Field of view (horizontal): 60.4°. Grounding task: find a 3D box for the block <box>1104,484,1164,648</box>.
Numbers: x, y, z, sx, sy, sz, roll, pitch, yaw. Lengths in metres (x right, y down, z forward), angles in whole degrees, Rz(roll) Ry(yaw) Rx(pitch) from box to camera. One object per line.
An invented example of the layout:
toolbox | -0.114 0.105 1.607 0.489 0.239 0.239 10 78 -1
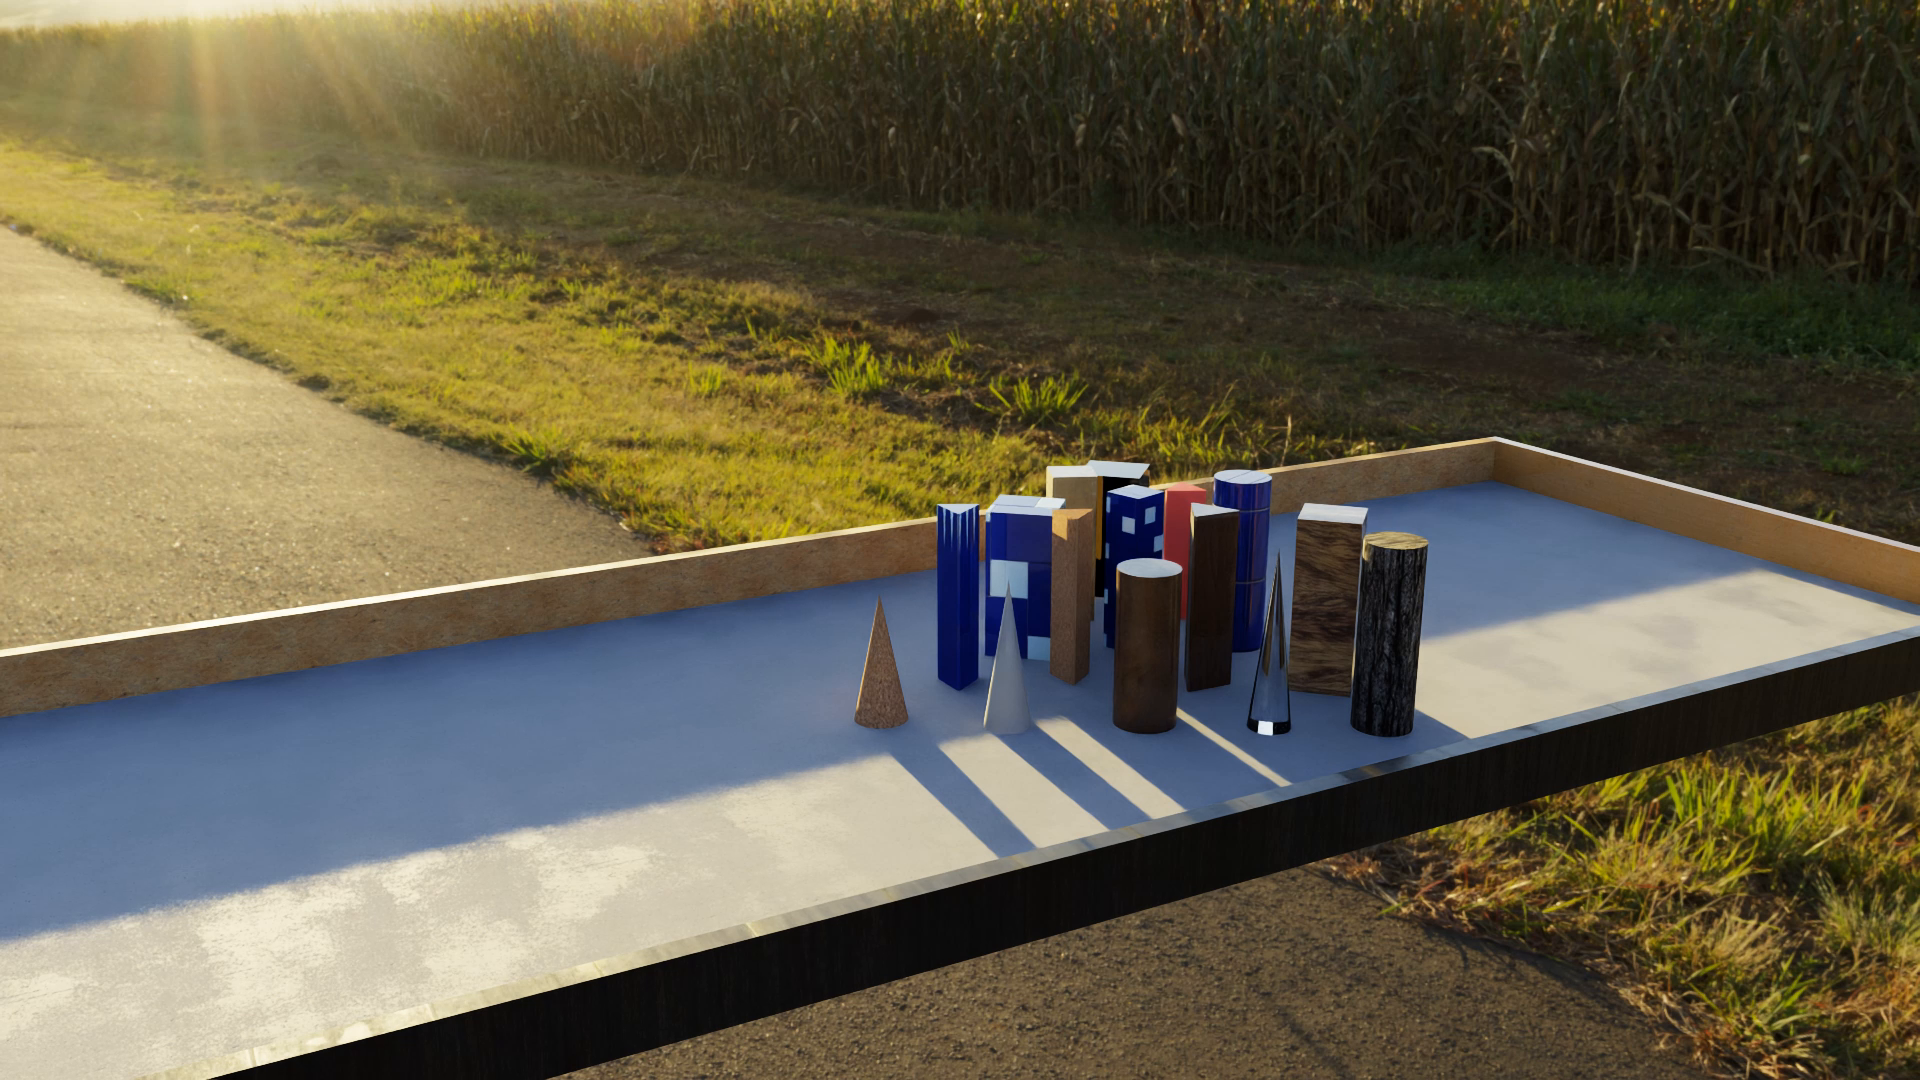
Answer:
block | 0.456 0.078 4.336 0.105 0.424 0.105 16 23 43

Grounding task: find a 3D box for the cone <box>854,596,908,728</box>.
cone | -0.187 0.274 3.871 0.128 0.311 0.128 0 16 0

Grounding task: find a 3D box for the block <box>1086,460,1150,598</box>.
block | 0.446 -0.031 4.816 0.178 0.363 0.178 5 17 15

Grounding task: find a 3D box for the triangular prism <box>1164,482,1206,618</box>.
triangular prism | 0.617 0.029 4.601 0.110 0.370 0.095 0 16 0

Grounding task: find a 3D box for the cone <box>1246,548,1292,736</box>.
cone | 0.725 0.226 3.806 0.104 0.439 0.104 0 16 0

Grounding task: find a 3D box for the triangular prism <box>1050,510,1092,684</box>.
triangular prism | 0.292 0.137 4.121 0.085 0.432 0.098 -11 19 -32

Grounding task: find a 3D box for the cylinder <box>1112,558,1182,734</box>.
cylinder | 0.435 0.246 3.842 0.150 0.380 0.150 0 16 0

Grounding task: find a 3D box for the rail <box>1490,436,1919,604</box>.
rail | 2.466 -0.048 5.253 0.050 0.150 2.100 -9 18 -27

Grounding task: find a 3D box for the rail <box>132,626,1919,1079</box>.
rail | -2.336 1.006 1.665 12.000 0.150 0.050 -9 18 -27

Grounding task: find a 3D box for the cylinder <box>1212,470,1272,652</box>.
cylinder | 0.735 0.056 4.350 0.149 0.459 0.149 0 16 0

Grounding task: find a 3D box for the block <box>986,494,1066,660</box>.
block | 0.172 0.097 4.333 0.177 0.391 0.177 4 17 13

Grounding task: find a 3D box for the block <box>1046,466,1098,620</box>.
block | 0.307 0.010 4.585 0.123 0.414 0.123 -1 16 -4

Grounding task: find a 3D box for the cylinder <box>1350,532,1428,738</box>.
cylinder | 0.990 0.218 3.811 0.142 0.453 0.142 0 16 0

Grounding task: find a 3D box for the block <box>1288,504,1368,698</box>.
block | 0.907 0.147 4.072 0.153 0.441 0.153 5 17 17

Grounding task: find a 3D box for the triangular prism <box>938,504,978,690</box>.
triangular prism | 0.008 0.136 4.085 0.088 0.455 0.102 -10 19 -30

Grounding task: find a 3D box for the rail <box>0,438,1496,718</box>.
rail | -3.305 0.497 3.399 12.000 0.150 0.050 -9 18 -27

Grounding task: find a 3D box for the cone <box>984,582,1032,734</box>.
cone | 0.111 0.262 3.826 0.113 0.358 0.113 0 16 0

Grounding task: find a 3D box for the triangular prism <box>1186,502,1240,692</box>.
triangular prism | 0.597 0.138 4.087 0.126 0.450 0.109 -8 18 -25
